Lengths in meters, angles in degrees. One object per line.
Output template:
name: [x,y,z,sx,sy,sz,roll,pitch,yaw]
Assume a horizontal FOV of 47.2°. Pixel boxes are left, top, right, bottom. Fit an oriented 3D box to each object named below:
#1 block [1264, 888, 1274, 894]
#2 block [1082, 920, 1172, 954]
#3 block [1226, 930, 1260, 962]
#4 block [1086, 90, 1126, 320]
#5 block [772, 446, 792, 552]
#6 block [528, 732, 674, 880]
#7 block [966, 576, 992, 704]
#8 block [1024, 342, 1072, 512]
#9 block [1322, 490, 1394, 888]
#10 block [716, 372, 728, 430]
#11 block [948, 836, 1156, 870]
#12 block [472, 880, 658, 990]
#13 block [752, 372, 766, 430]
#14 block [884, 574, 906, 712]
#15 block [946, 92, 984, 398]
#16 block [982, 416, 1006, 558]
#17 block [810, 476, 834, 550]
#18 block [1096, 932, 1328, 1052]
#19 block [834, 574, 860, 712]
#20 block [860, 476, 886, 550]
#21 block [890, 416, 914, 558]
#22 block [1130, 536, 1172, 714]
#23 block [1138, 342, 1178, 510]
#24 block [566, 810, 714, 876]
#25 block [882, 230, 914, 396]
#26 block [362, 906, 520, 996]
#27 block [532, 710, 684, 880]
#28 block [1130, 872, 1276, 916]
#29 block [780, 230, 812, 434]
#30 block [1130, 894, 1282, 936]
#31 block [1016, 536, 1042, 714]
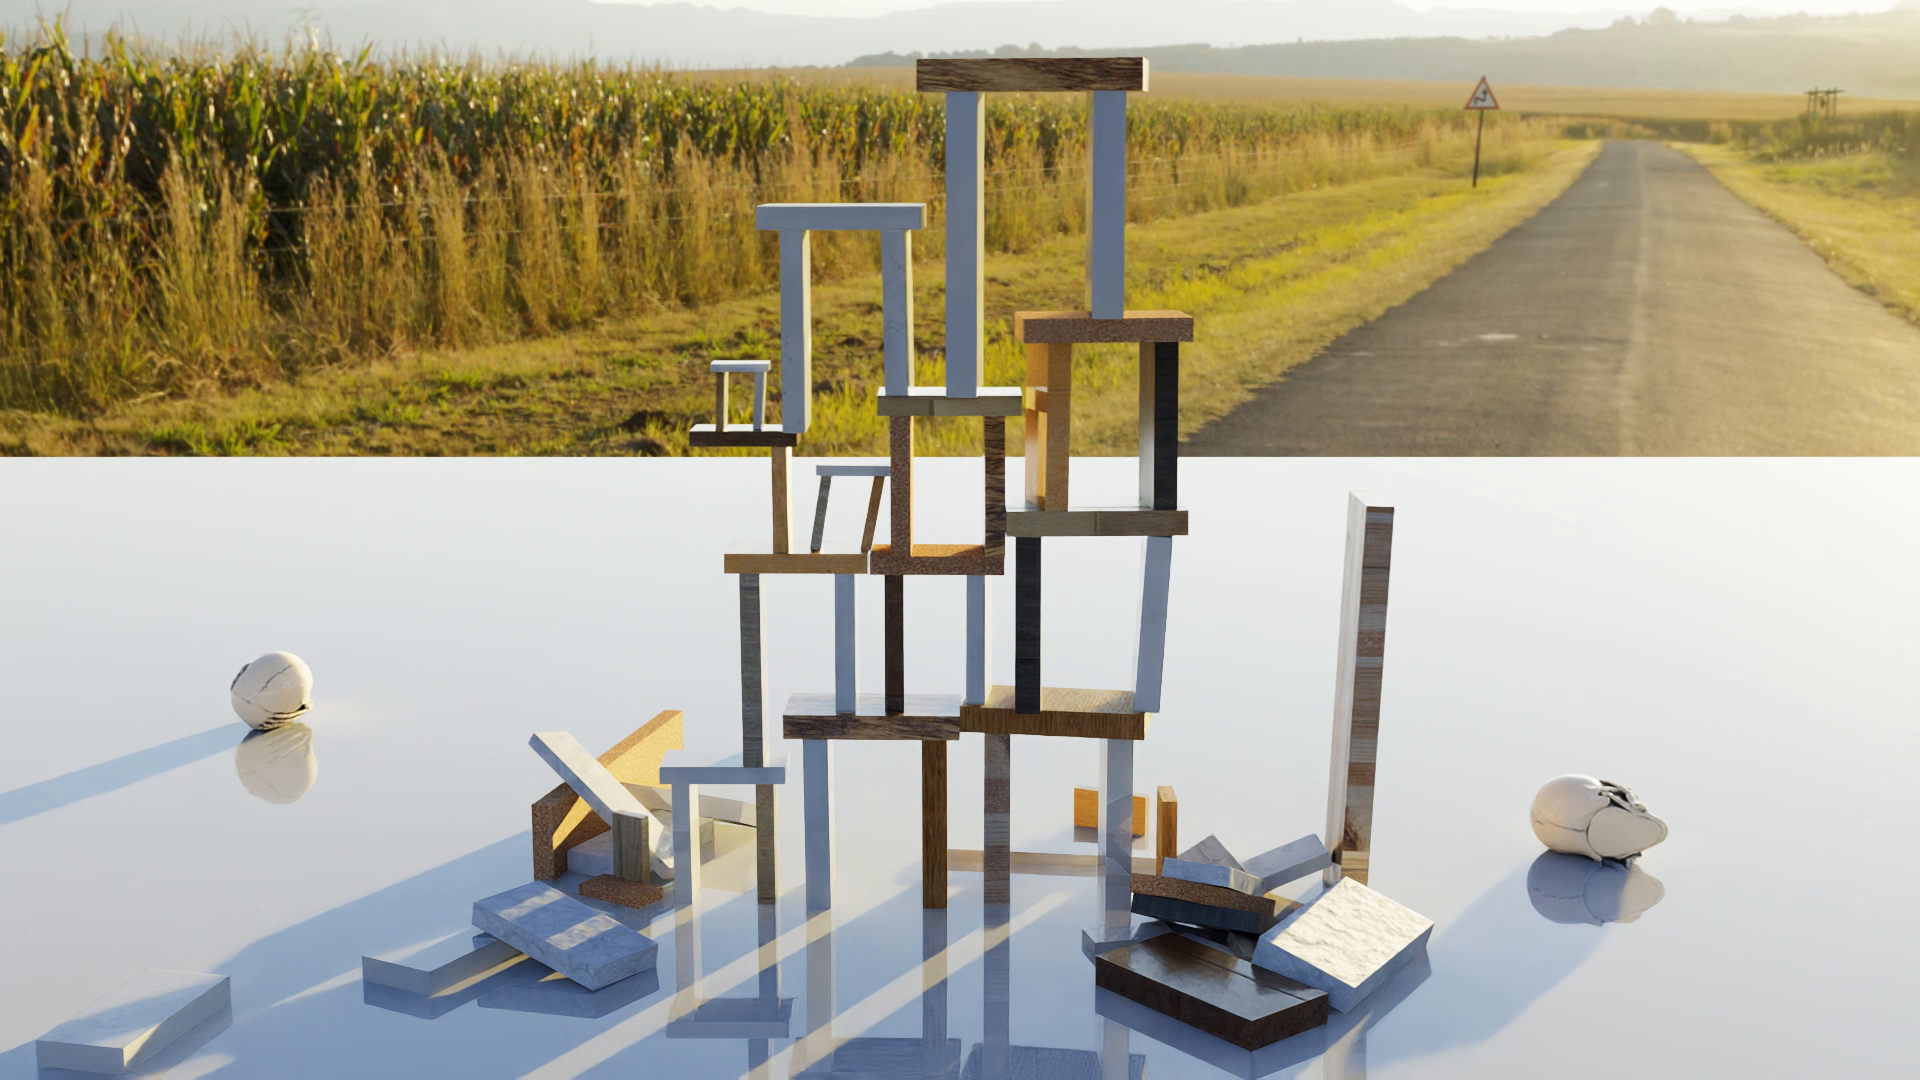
block: [0.545,0.550,3.693,0.140,0.020,0.070,-25,15,-9]
block: [0.265,0.622,3.443,0.134,0.019,0.067,-3,11,-14]
block: [0.449,0.624,3.328,0.067,0.019,0.134,11,6,-4]
block: [0.225,-0.523,3.420,0.049,0.343,0.171,0,11,0]
block: [-0.287,-0.072,3.544,0.024,0.171,0.085,0,11,1]
block: [-0.601,0.455,3.809,0.378,0.024,0.085,39,18,27]
block: [0.032,0.151,3.585,0.030,0.214,0.107,1,11,7]
block: [0.139,-0.187,3.480,0.037,0.264,0.132,-2,11,-12]
block: [0.652,0.261,3.609,0.045,0.668,0.158,2,11,-1]
block: [-0.381,-0.225,3.517,0.013,0.092,0.046,2,11,1]
block: [0.158,0.547,3.848,0.393,0.020,0.070,1,11,8]
block: [-0.606,0.603,3.367,0.266,0.038,0.133,19,18,33]
block: [-0.320,-0.225,3.517,0.013,0.092,0.046,4,11,0]
block: [-0.106,0.157,3.587,0.030,0.229,0.107,0,11,0]
block: [0.008,-0.467,3.461,0.049,0.466,0.171,1,11,4]
block: [0.054,-0.094,3.527,0.032,0.227,0.113,-1,11,-1]
block: [-0.223,-0.048,3.552,0.017,0.121,0.060,9,10,-1]
block: [0.363,0.654,3.204,0.158,0.045,0.316,-9,14,-39]
block: [-0.184,0.156,3.591,0.033,0.230,0.115,0,11,1]
block: [-0.140,-0.048,3.552,0.017,0.121,0.060,11,11,-2]
block: [-0.093,-0.094,3.529,0.032,0.227,0.113,0,11,1]
block: [0.308,0.122,3.545,0.040,0.285,0.143,4,11,1]
block: [0.314,-0.189,3.487,0.037,0.264,0.132,-2,11,-5]
block: [-0.558,0.535,3.865,0.131,0.037,0.261,5,12,26]
block: [-0.098,-0.364,3.480,0.036,0.257,0.128,0,11,3]
block: [-0.772,0.625,3.376,0.133,0.038,0.266,6,12,29]
block: [-0.635,0.456,4.033,0.037,0.130,0.642,2,11,13]
block: [0.384,0.563,3.477,0.215,0.030,0.108,18,-13,-35]
block: [-0.261,-0.335,3.494,0.036,0.317,0.128,0,11,1]
block: [0.389,0.591,3.452,0.215,0.030,0.108,4,-12,31]
block: [0.111,0.123,3.539,0.040,0.285,0.143,0,11,3]
